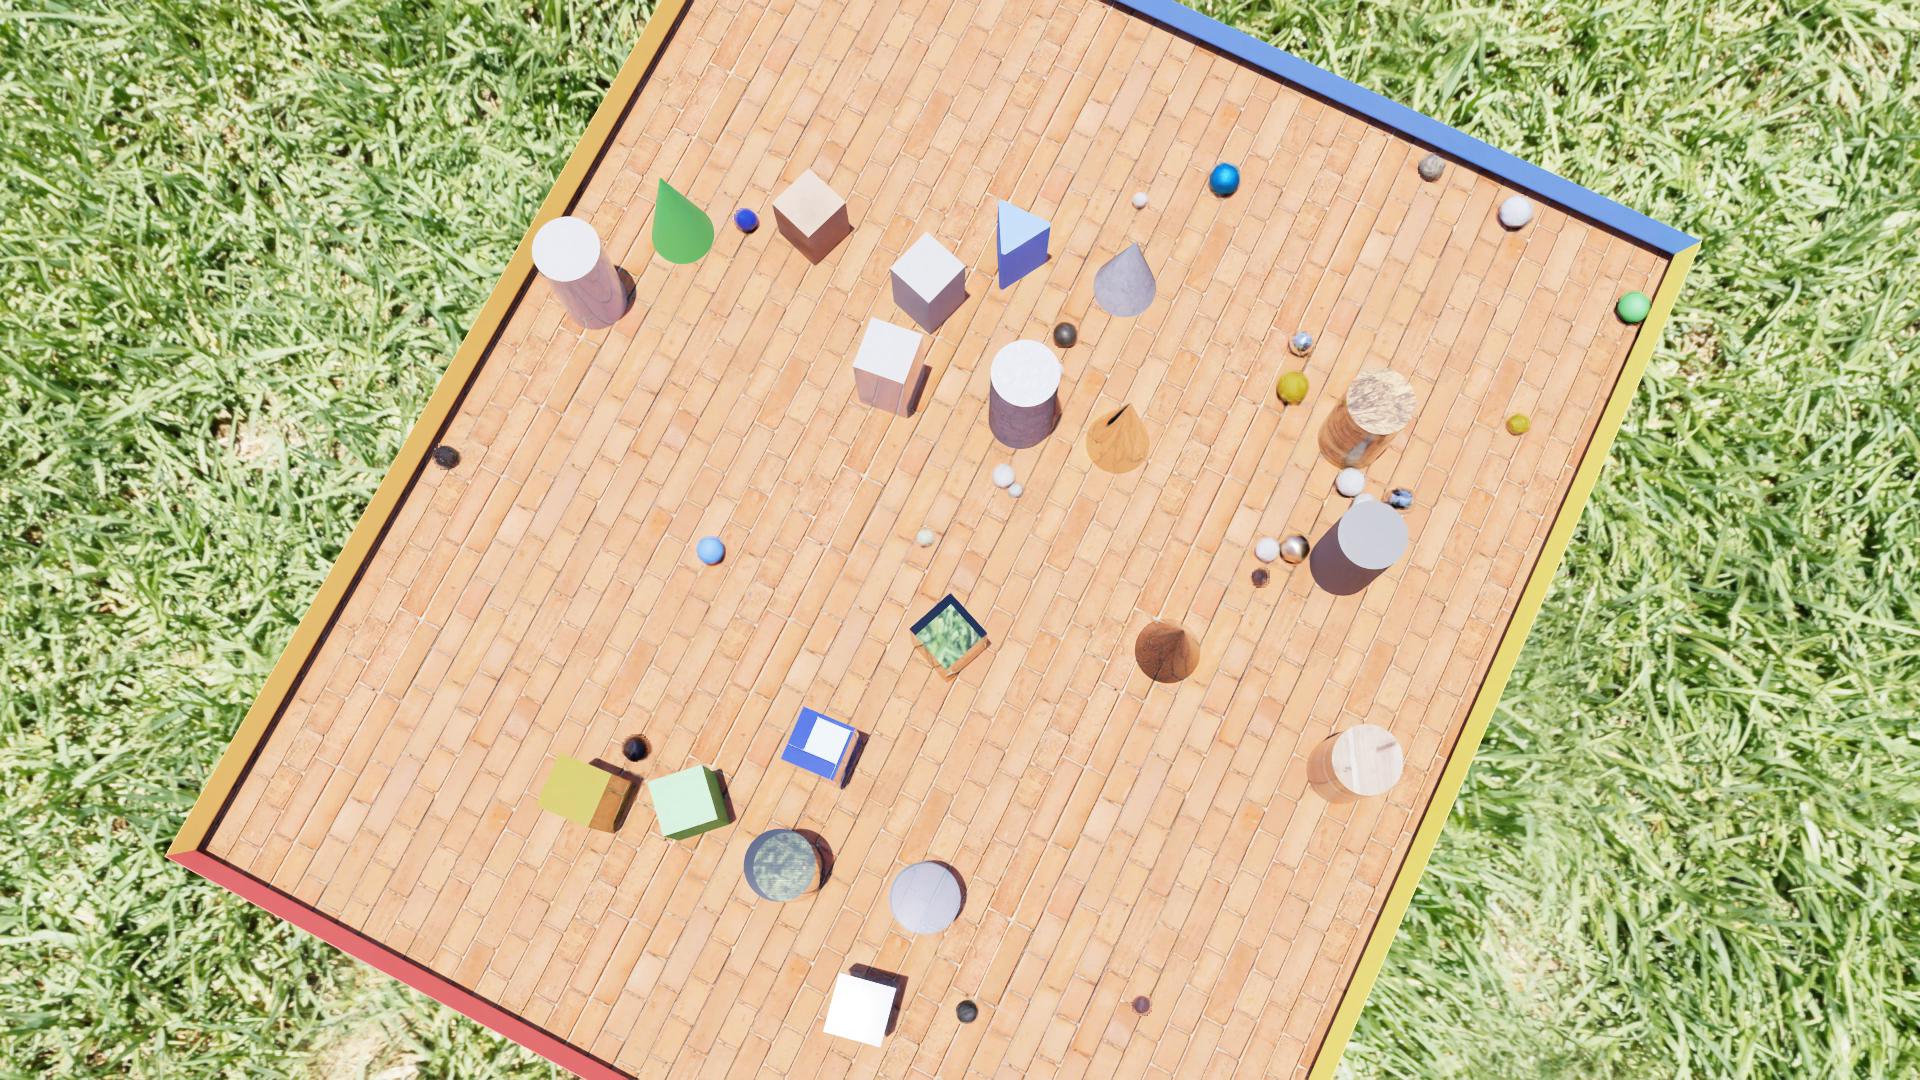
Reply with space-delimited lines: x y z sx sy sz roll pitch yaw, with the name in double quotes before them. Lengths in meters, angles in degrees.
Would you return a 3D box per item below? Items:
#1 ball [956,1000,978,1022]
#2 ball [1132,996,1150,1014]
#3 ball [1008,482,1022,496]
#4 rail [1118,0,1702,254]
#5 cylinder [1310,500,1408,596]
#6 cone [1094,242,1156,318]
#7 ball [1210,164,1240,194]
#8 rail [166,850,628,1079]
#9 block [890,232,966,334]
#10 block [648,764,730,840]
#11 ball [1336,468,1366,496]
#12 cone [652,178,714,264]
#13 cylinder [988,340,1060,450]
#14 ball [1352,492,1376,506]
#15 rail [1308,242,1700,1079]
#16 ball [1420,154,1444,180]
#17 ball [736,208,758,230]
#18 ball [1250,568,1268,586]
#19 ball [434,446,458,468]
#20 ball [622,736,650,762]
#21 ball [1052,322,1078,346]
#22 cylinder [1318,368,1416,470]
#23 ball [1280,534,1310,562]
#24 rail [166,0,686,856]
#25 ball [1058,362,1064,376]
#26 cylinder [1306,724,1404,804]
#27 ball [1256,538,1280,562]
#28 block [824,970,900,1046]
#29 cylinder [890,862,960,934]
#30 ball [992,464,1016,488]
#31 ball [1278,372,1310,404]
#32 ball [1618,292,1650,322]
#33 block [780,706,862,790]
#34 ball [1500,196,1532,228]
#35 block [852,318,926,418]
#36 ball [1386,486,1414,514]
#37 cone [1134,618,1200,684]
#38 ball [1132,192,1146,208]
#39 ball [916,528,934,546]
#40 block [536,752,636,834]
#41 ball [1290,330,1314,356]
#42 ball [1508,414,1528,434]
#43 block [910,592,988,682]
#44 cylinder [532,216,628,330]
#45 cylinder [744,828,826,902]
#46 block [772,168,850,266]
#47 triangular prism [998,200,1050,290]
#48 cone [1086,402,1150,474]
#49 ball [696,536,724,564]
"ball" 0.018 1.364 5.302 0.063 0.063 0.063 0 78 0
"ball" 0.526 1.348 5.311 0.052 0.052 0.052 0 78 0
"ball" 0.171 -0.154 5.626 0.043 0.043 0.043 0 78 0
"rail" 0.825 -1.609 5.883 3.271 0.129 0.045 26 80 5
"cylinder" 1.167 0.029 5.389 0.199 0.433 0.199 0 78 0
"cone" 0.519 -0.838 5.585 0.199 0.402 0.199 0 78 0
"ball" 0.838 -1.142 5.804 0.095 0.095 0.095 0 78 0
"rail" -0.825 1.623 5.214 3.271 0.129 0.045 26 80 5
"block" -0.096 -0.784 5.622 0.159 0.306 0.159 43 81 8
"block" -0.782 0.764 5.307 0.159 0.298 0.159 -18 79 -4
"ball" 1.195 -0.177 5.608 0.088 0.088 0.088 0 78 0
"cone" -0.879 -1.016 5.593 0.199 0.459 0.199 0 78 0
"cylinder" 0.187 -0.427 5.459 0.199 0.481 0.199 0 78 0
"ball" 1.236 -0.108 5.602 0.073 0.073 0.073 0 78 0
"rail" 1.442 0.713 5.402 0.045 0.129 3.738 26 80 5
"ball" 1.500 -1.186 5.823 0.077 0.077 0.077 0 78 0
"ball" -0.674 -1.012 5.791 0.068 0.068 0.068 0 78 0
"ball" 0.911 0.113 5.566 0.053 0.053 0.053 0 78 0
"ball" -1.580 -0.257 5.635 0.069 0.069 0.069 0 78 0
"ball" -0.963 0.621 5.449 0.077 0.077 0.077 0 78 0
"ball" 0.328 -0.642 5.710 0.077 0.077 0.077 0 78 0
"cylinder" 1.208 -0.355 5.470 0.199 0.432 0.199 0 78 0
"ball" 1.018 0.025 5.566 0.089 0.089 0.089 0 78 0
"rail" -1.442 -0.699 5.694 0.045 0.129 3.738 26 80 5
"ball" 0.291 -0.530 5.694 0.063 0.063 0.063 0 78 0
"cylinder" 1.134 0.650 5.286 0.199 0.385 0.199 0 78 0
"ball" 0.935 0.030 5.573 0.074 0.074 0.074 0 78 0
"block" -0.271 1.309 5.144 0.159 0.395 0.159 15 79 3
"cylinder" -0.097 1.027 5.249 0.199 0.303 0.199 0 78 0
"ball" 0.133 -0.199 5.621 0.073 0.073 0.073 0 78 0
"ball" 1.030 -0.471 5.664 0.098 0.098 0.098 0 78 0
"ball" 2.102 -0.726 5.718 0.095 0.095 0.095 0 78 0
"block" -0.396 0.606 5.301 0.159 0.372 0.159 22 79 4
"ball" 1.752 -1.035 5.780 0.099 0.099 0.099 0 78 0
"block" -0.211 -0.514 5.529 0.159 0.380 0.159 19 79 4
"ball" 1.346 -0.123 5.599 0.084 0.084 0.084 0 78 0
"cone" 0.628 0.294 5.346 0.199 0.410 0.199 0 78 0
"ball" 0.570 -1.078 5.816 0.046 0.046 0.046 0 78 0
"ball" -0.107 -0.008 5.591 0.053 0.053 0.053 0 78 0
"block" -1.070 0.731 5.267 0.159 0.389 0.159 22 79 4
"ball" 1.063 -0.613 5.705 0.075 0.075 0.075 0 78 0
"ball" 1.723 -0.358 5.659 0.062 0.062 0.062 0 78 0
"block" -0.033 0.291 5.404 0.159 0.298 0.159 -41 81 -8
"cylinder" -1.147 -0.802 5.554 0.199 0.448 0.199 0 78 0
"cylinder" -0.496 0.933 5.227 0.199 0.385 0.199 0 78 0
"block" -0.461 -1.001 5.697 0.159 0.248 0.159 44 82 8
"triangular prism" 0.160 -0.929 5.649 0.172 0.313 0.149 -33 80 -6
"cone" 0.488 -0.347 5.458 0.199 0.452 0.199 0 78 0
"ball" -0.759 0.032 5.568 0.083 0.083 0.083 0 78 0
